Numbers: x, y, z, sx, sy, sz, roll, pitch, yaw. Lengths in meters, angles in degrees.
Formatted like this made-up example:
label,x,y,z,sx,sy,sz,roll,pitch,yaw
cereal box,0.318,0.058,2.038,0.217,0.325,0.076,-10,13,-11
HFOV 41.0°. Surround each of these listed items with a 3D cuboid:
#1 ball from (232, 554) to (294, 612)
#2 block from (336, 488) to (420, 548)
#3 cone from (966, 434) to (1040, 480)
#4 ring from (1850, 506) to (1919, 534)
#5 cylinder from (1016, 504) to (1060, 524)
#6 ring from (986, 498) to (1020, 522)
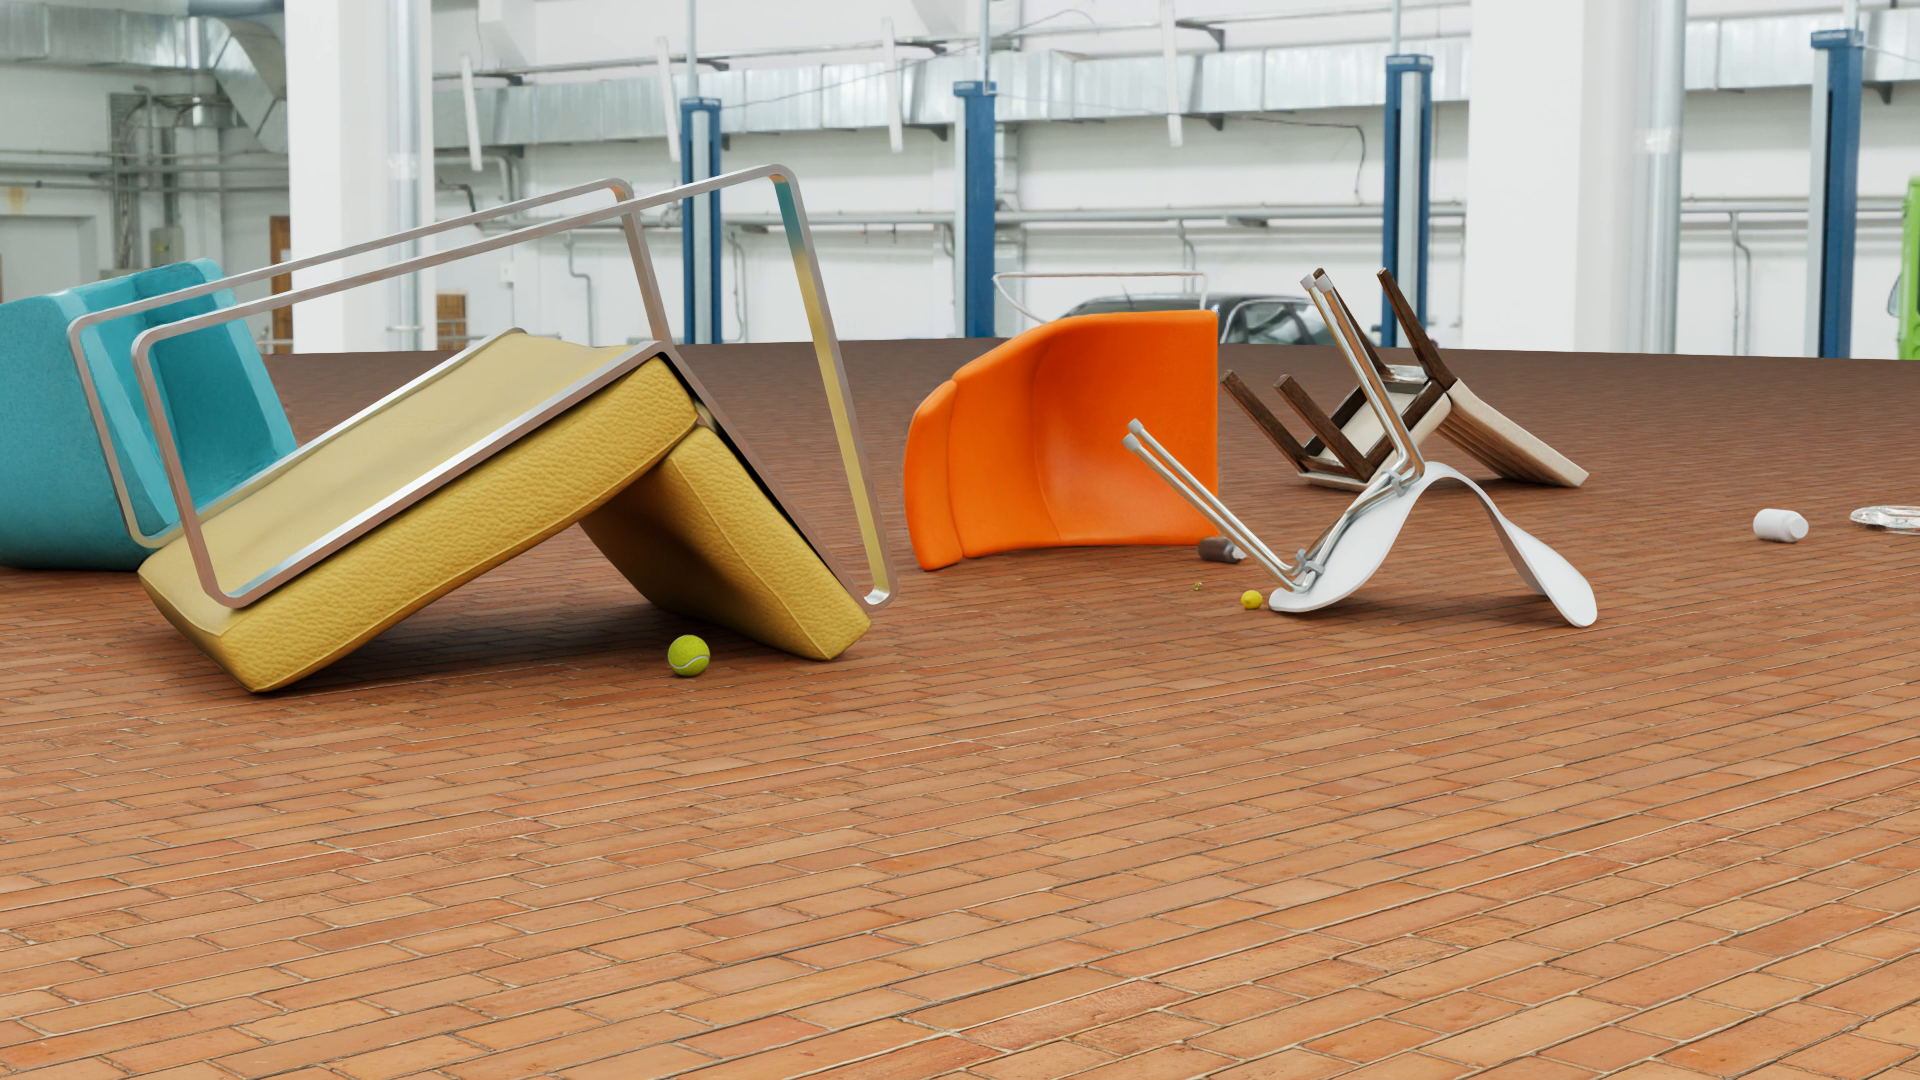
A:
label,x,y,z,sx,sy,sz,roll,pitch,yaw
ball,-1.365,0.085,5.025,0.116,0.116,0.116,0,6,0
block,-1.440,-0.055,6.345,0.163,0.124,0.199,-3,6,-23
cone,0.097,-0.240,8.423,0.260,0.132,0.337,-3,16,18
ring,2.465,-0.052,6.660,0.258,0.053,0.363,-2,6,-14
cylinder,0.209,-0.070,6.875,0.081,0.044,0.095,5,7,29
ring,0.118,-0.079,6.905,0.101,0.057,0.083,-6,10,-34
